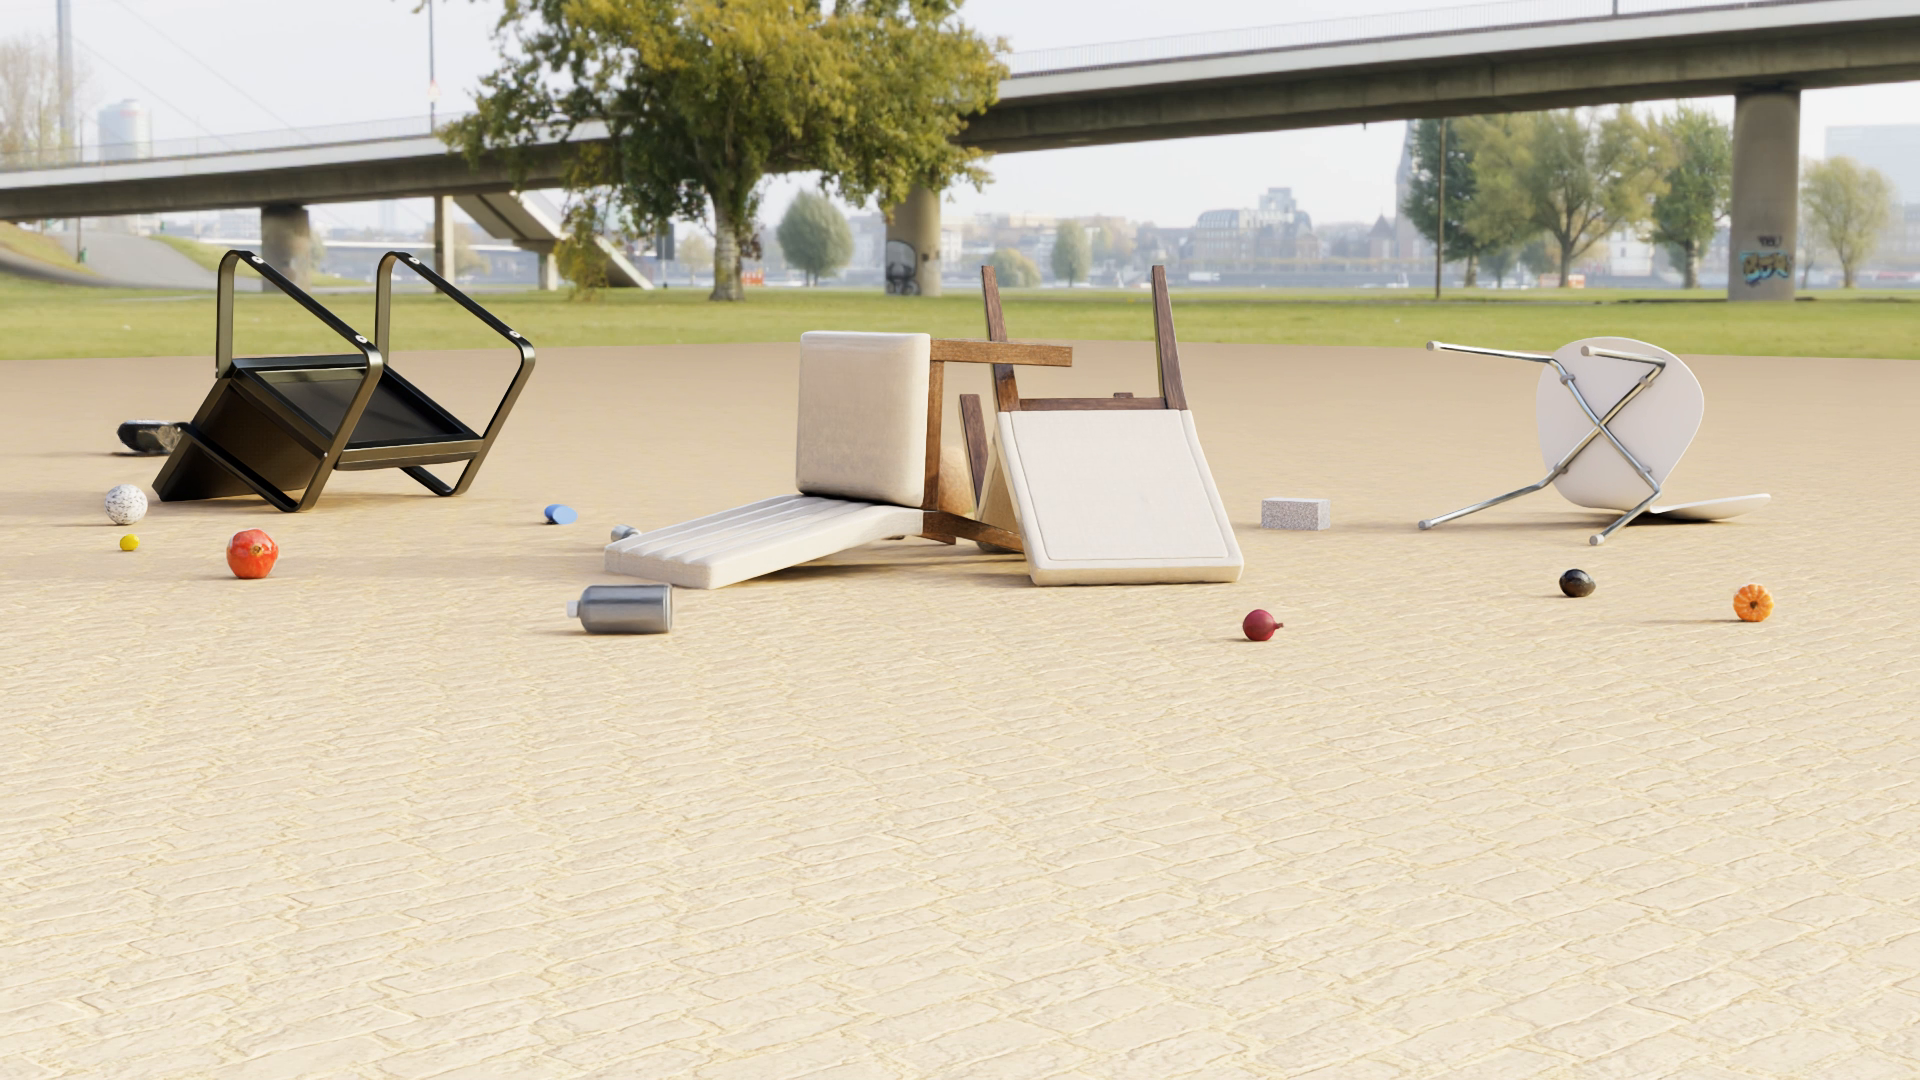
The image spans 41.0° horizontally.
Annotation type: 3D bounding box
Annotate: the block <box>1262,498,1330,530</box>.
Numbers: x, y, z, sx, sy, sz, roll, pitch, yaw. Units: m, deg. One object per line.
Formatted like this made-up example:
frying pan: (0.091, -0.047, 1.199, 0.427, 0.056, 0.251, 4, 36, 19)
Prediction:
block: (0.880, -0.069, 6.722, 0.156, 0.073, 0.096, 3, 7, 27)

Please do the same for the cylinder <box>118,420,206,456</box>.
cylinder: (-2.954, -0.379, 9.491, 0.262, 0.116, 0.206, 5, -7, 40)

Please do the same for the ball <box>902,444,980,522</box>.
ball: (-0.052, -0.152, 6.869, 0.209, 0.209, 0.209, 0, 6, 0)

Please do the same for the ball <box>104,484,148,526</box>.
ball: (-2.208, -0.094, 6.793, 0.108, 0.108, 0.108, 0, 6, 0)

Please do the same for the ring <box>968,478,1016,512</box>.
ring: (0.042, -0.128, 7.296, 0.213, 0.074, 0.382, 2, 7, 22)
